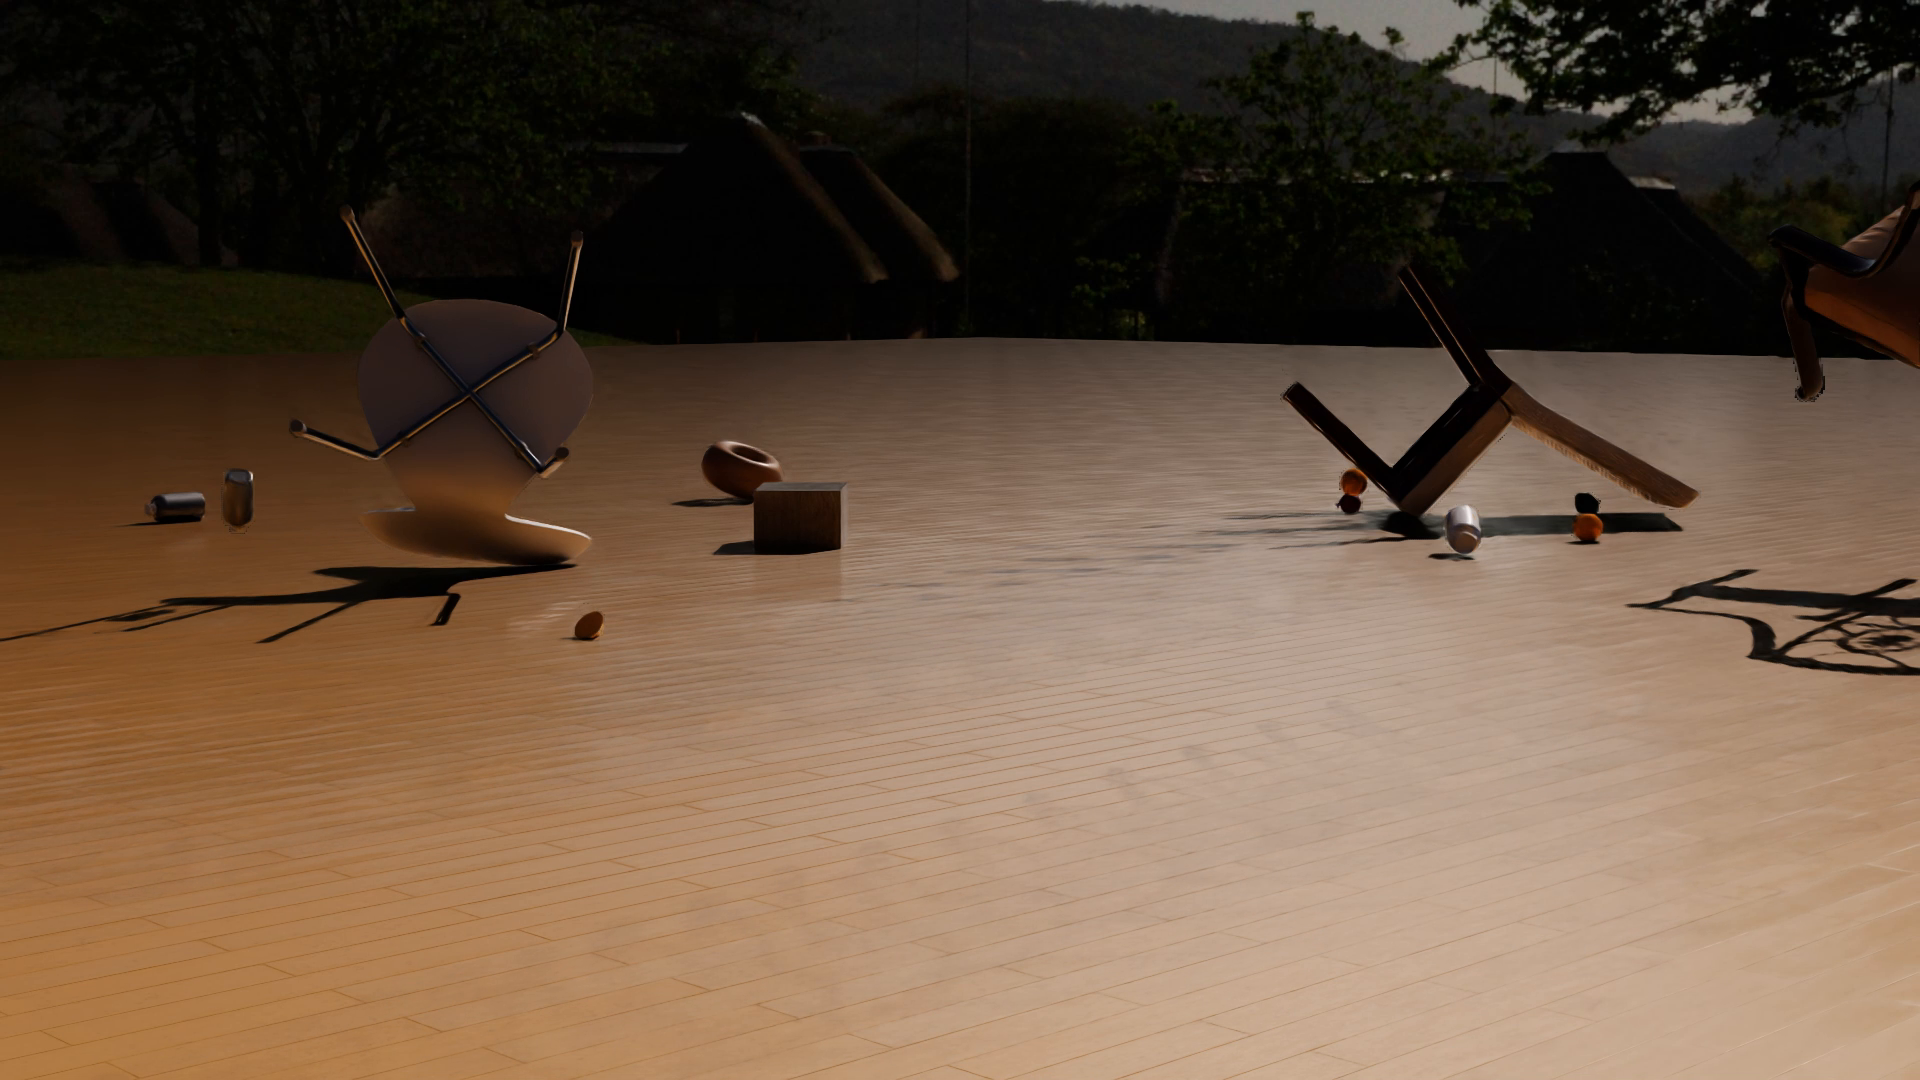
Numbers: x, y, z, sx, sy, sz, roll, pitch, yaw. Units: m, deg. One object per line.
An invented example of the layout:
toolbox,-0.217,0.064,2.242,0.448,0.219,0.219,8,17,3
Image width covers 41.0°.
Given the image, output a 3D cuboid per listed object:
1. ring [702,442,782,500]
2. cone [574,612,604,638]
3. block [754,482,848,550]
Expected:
ring,-0.641,-0.204,7.548,0.242,0.118,0.231,17,16,-18
cone,-0.669,0.165,4.695,0.062,0.052,0.041,-30,-37,7
block,-0.390,-0.061,6.314,0.210,0.142,0.244,0,6,2
